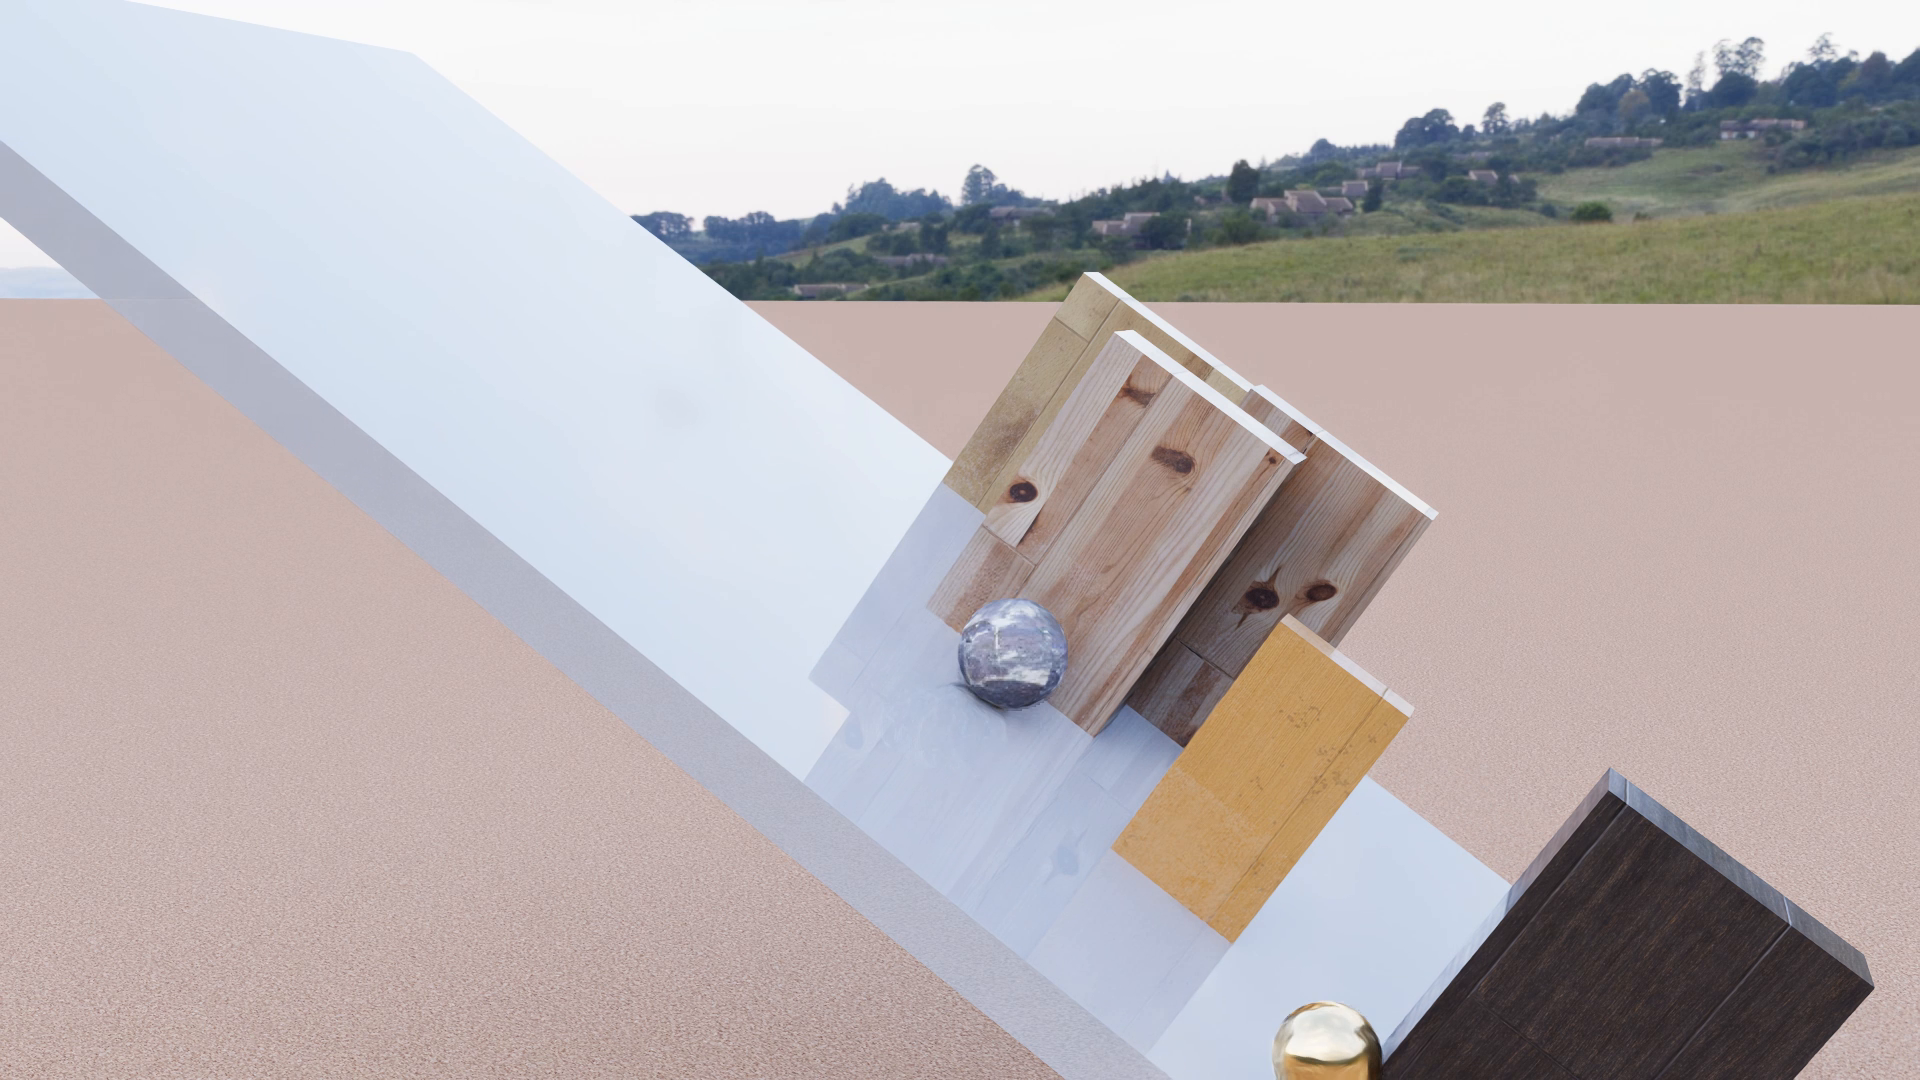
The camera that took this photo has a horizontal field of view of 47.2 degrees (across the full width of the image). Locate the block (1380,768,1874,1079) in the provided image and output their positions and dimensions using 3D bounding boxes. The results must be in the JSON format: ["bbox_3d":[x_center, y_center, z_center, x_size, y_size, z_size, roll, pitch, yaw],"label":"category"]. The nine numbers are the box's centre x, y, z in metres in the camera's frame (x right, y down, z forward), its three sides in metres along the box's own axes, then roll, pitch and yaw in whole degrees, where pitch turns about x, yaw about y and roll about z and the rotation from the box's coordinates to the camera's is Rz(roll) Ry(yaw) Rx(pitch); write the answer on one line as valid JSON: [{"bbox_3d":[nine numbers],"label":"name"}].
[{"bbox_3d":[0.843,0.699,2.981,0.406,0.657,0.143,37,16,10],"label":"block"}]

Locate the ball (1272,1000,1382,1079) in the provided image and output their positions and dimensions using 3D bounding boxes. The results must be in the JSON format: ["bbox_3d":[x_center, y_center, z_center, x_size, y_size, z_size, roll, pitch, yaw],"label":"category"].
[{"bbox_3d":[0.494,0.696,2.961,0.148,0.148,0.148,0,7,0],"label":"ball"}]

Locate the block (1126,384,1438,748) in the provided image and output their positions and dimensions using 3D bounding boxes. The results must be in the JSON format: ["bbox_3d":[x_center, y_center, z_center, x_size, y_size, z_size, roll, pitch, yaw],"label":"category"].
[{"bbox_3d":[0.554,0.085,4.250,0.418,0.641,0.131,37,16,10],"label":"block"}]

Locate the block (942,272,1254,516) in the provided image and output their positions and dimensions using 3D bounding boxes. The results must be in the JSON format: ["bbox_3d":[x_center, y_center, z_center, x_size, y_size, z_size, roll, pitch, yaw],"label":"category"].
[{"bbox_3d":[0.304,-0.228,4.823,0.441,0.560,0.135,37,16,10],"label":"block"}]

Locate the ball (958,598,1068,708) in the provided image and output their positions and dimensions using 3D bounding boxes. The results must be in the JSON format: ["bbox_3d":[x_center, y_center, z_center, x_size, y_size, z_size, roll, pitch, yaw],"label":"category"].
[{"bbox_3d":[0.092,0.196,3.811,0.191,0.191,0.191,0,7,0],"label":"ball"}]

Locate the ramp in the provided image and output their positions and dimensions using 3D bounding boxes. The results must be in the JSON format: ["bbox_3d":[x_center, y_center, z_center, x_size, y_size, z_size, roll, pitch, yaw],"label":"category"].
[{"bbox_3d":[-0.091,0.162,4.082,4.000,0.100,2.000,37,16,10],"label":"ramp"}]

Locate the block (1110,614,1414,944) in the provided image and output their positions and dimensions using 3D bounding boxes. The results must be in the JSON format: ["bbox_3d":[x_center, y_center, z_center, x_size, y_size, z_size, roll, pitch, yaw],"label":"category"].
[{"bbox_3d":[0.483,0.383,3.530,0.248,0.471,0.084,37,16,10],"label":"block"}]

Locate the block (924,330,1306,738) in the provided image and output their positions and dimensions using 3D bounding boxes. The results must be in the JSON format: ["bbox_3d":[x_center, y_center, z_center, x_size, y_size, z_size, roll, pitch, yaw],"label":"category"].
[{"bbox_3d":[0.281,-0.013,4.017,0.396,0.620,0.149,37,16,10],"label":"block"}]
